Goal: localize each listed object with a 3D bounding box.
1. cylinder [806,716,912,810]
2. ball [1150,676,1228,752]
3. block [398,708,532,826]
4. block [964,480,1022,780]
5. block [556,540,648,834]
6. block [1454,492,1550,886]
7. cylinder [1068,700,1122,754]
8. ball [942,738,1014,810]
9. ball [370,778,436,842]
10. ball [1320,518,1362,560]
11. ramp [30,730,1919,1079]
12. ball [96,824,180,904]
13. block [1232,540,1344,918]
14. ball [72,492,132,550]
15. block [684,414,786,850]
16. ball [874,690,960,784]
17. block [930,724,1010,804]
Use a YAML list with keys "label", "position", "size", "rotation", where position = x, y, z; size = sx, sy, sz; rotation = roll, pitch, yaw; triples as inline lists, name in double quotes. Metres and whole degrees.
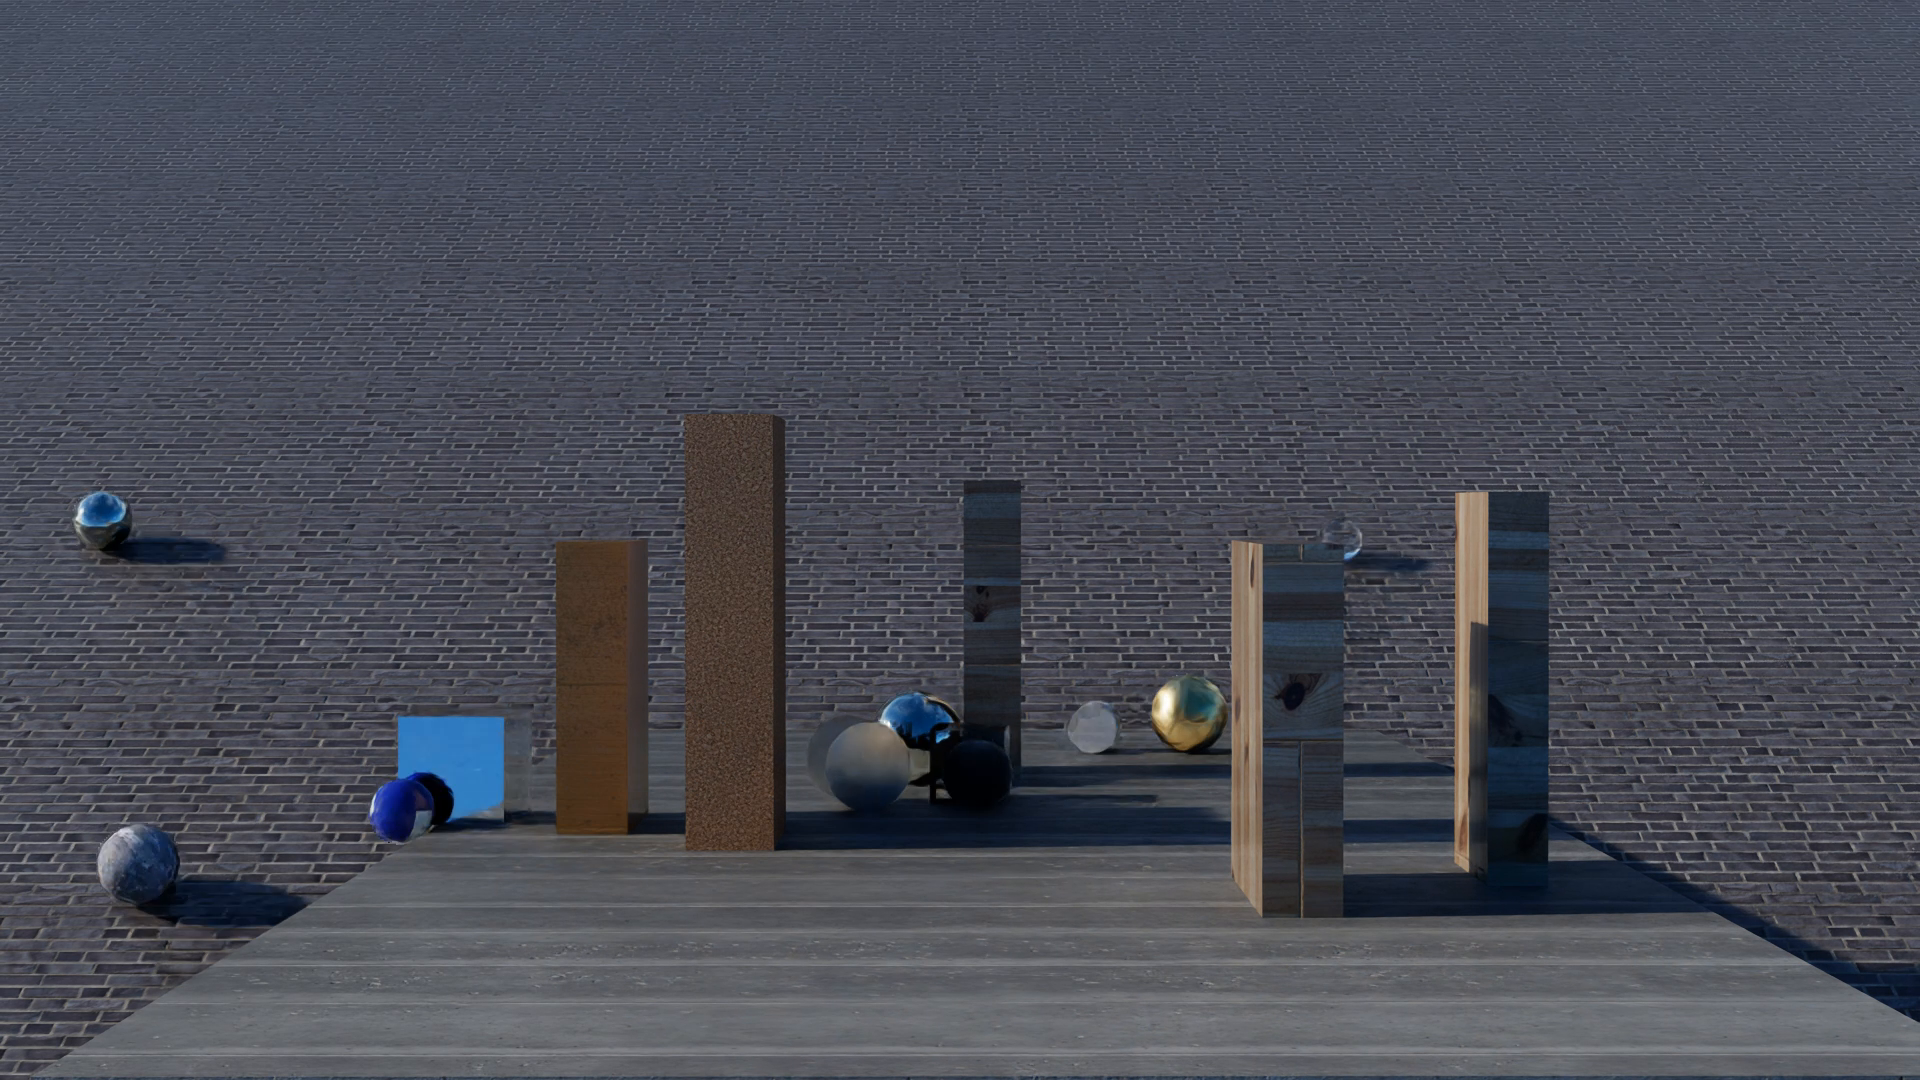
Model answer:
- label: "cylinder"
  position: [-0.195, 0.425, 4.943]
  size: [0.167, 0.167, 0.167]
  rotation: [-8, 3, -16]
- label: "ball"
  position: [0.532, 0.404, 5.995]
  size: [0.179, 0.179, 0.179]
  rotation: [0, 28, 0]
- label: "block"
  position: [-0.905, 0.414, 4.739]
  size: [0.194, 0.194, 0.194]
  rotation: [0, 1, 5]
- label: "block"
  position: [0.067, 0.187, 5.520]
  size: [0.119, 0.625, 0.282]
  rotation: [0, 1, 0]
- label: "block"
  position: [-0.642, 0.257, 4.654]
  size: [0.124, 0.511, 0.306]
  rotation: [0, 1, 0]
- label: "block"
  position: [0.841, 0.223, 4.020]
  size: [0.092, 0.594, 0.258]
  rotation: [0, 1, 0]
- label: "cylinder"
  position: [0.315, 0.436, 6.025]
  size: [0.114, 0.114, 0.114]
  rotation: [4, 1, 8]
- label: "ball"
  position: [0.033, 0.442, 4.882]
  size: [0.134, 0.134, 0.134]
  rotation: [0, 28, 0]
- label: "ball"
  position: [-0.990, 0.481, 4.593]
  size: [0.113, 0.113, 0.113]
  rotation: [0, 28, 0]
- label: "ball"
  position: [1.117, 0.000, 7.581]
  size: [0.125, 0.125, 0.125]
  rotation: [0, 28, 0]
- label: "ramp"
  position: [0.063, 0.563, 4.601]
  size: [2.000, 0.100, 4.000]
  rotation: [0, 1, 0]
- label: "ball"
  position: [-1.930, 0.762, 6.067]
  size: [0.185, 0.185, 0.185]
  rotation: [0, 28, 0]
- label: "block"
  position: [0.477, 0.263, 3.796]
  size: [0.113, 0.520, 0.406]
  rotation: [0, 1, 0]
- label: "ball"
  position: [-2.536, -0.057, 7.643]
  size: [0.169, 0.169, 0.169]
  rotation: [0, 28, 0]
- label: "block"
  position: [-0.384, 0.152, 4.447]
  size: [0.147, 0.726, 0.305]
  rotation: [0, 1, 0]
- label: "ball"
  position: [-0.089, 0.407, 5.328]
  size: [0.191, 0.191, 0.191]
  rotation: [0, 28, 0]
- label: "block"
  position: [0.020, 0.435, 5.037]
  size: [0.143, 0.143, 0.143]
  rotation: [0, 1, 4]
